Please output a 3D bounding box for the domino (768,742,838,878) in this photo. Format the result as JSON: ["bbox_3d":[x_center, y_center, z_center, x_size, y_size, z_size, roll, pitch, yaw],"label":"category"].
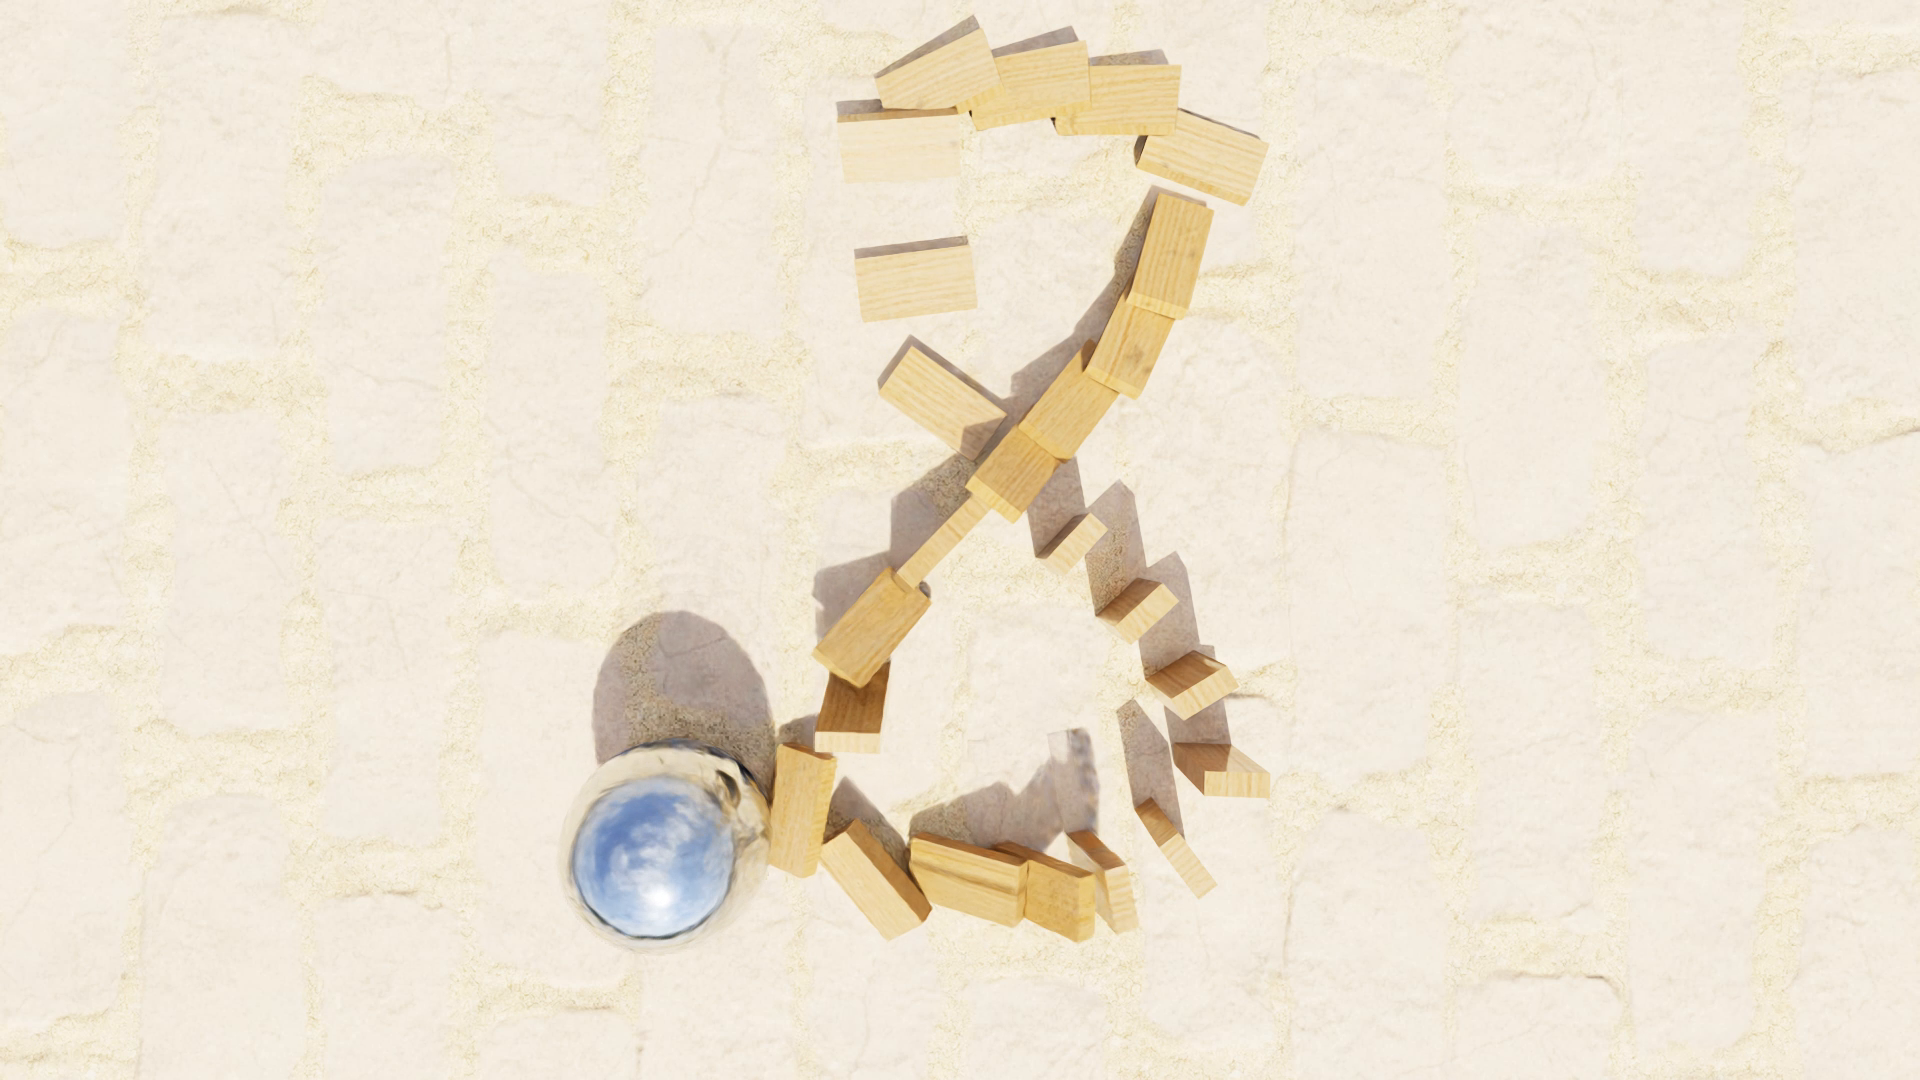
[{"bbox_3d":[-0.069,0.114,0.390,0.025,0.010,0.050,11,90,29],"label":"domino"}]

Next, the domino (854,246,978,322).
[{"bbox_3d":[-0.019,-0.110,0.395,0.050,0.010,0.025,-7,90,0],"label":"domino"}]

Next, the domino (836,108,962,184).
[{"bbox_3d":[-0.025,-0.167,0.388,0.050,0.009,0.025,-4,133,0],"label":"domino"}]

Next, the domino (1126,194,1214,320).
[{"bbox_3d":[0.089,-0.120,0.389,0.025,0.010,0.050,18,74,0],"label":"domino"}]

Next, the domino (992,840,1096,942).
[{"bbox_3d":[0.033,0.144,0.378,0.010,0.050,0.025,1,90,-41],"label":"domino"}]

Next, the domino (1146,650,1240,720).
[{"bbox_3d":[0.094,0.058,0.375,0.025,0.050,0.010,-31,90,0],"label":"domino"}]

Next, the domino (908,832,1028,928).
[{"bbox_3d":[0.003,0.142,0.384,0.050,0.010,0.025,6,91,27],"label":"domino"}]

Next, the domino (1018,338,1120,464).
[{"bbox_3d":[0.049,-0.059,0.387,0.025,0.010,0.050,38,70,0],"label":"domino"}]

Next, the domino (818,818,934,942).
[{"bbox_3d":[-0.037,0.145,0.389,0.050,0.010,0.025,49,123,0],"label":"domino"}]

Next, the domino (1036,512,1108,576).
[{"bbox_3d":[0.045,0.002,0.375,0.010,0.050,0.025,43,90,0],"label":"domino"}]

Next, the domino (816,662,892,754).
[{"bbox_3d":[-0.043,0.068,0.375,0.025,0.050,0.010,2,115,0],"label":"domino"}]

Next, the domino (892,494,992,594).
[{"bbox_3d":[-0.007,0.001,0.382,0.009,0.025,0.050,44,77,0],"label":"domino"}]

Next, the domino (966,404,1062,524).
[{"bbox_3d":[0.026,-0.032,0.382,0.025,0.009,0.050,38,57,0],"label":"domino"}]

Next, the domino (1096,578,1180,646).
[{"bbox_3d":[0.071,0.028,0.375,0.025,0.050,0.010,-42,90,0],"label":"domino"}]

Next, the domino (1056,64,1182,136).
[{"bbox_3d":[0.067,-0.187,0.389,0.050,0.010,0.025,6,90,14],"label":"domino"}]

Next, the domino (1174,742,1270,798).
[{"bbox_3d":[0.106,0.094,0.375,0.025,0.050,0.009,2,90,0],"label":"domino"}]

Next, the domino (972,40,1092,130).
[{"bbox_3d":[0.030,-0.193,0.389,0.050,0.009,0.025,-4,89,15],"label":"domino"}]

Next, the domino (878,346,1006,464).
[{"bbox_3d":[-0.007,-0.058,0.395,0.050,0.010,0.025,36,90,0],"label":"domino"}]

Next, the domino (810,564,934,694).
[{"bbox_3d":[-0.036,0.037,0.383,0.025,0.009,0.050,40,58,0],"label":"domino"}]

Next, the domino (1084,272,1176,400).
[{"bbox_3d":[0.074,-0.087,0.388,0.025,0.009,0.050,26,73,0],"label":"domino"}]

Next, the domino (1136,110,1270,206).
[{"bbox_3d":[0.104,-0.166,0.395,0.050,0.009,0.025,20,90,0],"label":"domino"}]

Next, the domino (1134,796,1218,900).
[{"bbox_3d":[0.087,0.125,0.375,0.009,0.050,0.025,-37,90,0],"label":"domino"}]

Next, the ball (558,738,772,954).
[{"bbox_3d":[-0.114,0.119,0.360,0.080,0.080,0.080,0,90,0],"label":"ball"}]

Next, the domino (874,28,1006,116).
[{"bbox_3d":[-0.009,-0.192,0.389,0.050,0.010,0.025,-19,86,14],"label":"domino"}]

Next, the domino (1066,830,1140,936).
[{"bbox_3d":[0.057,0.138,0.375,0.009,0.050,0.025,-11,90,-11],"label":"domino"}]
